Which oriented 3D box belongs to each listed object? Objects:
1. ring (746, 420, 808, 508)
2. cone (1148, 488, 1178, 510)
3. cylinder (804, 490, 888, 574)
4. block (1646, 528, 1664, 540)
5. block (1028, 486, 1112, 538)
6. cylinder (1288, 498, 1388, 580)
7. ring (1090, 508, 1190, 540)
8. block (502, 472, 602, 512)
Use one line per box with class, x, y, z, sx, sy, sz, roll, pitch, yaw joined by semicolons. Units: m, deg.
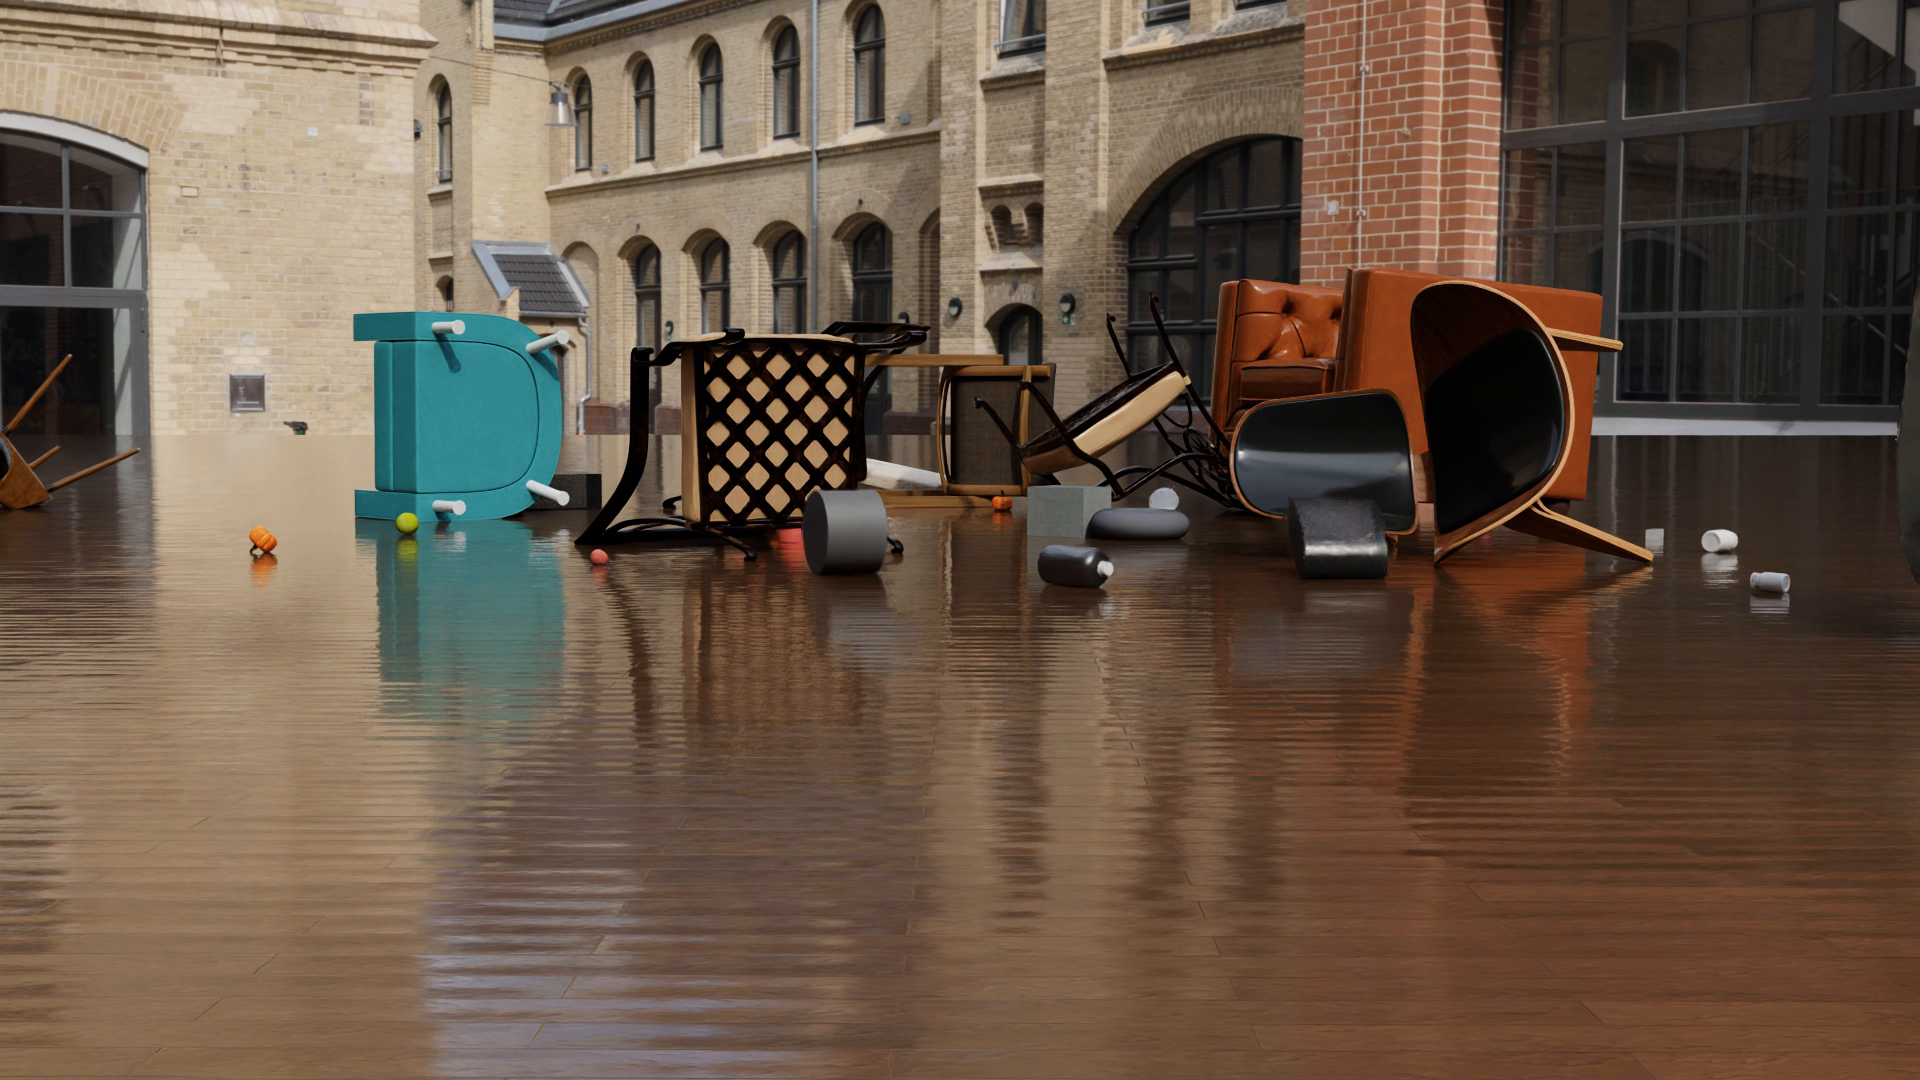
ring;-0.683;-0.279;8.195;0.123;0.400;0.211;9;45;36
cone;0.723;-0.116;7.876;0.113;0.101;0.115;-43;-15;-16
cylinder;-0.281;-0.019;5.350;0.149;0.205;0.197;-2;40;-21
block;2.087;-0.018;6.608;0.033;0.028;0.078;2;5;32
block;0.336;-0.089;6.762;0.213;0.149;0.146;3;5;39
cylinder;0.901;-0.004;5.254;0.197;0.228;0.110;0;-38;-6
ring;0.542;-0.048;6.630;0.301;0.087;0.283;0;5;-9
block;-1.534;-0.184;8.255;0.302;0.133;0.264;-2;4;-29
